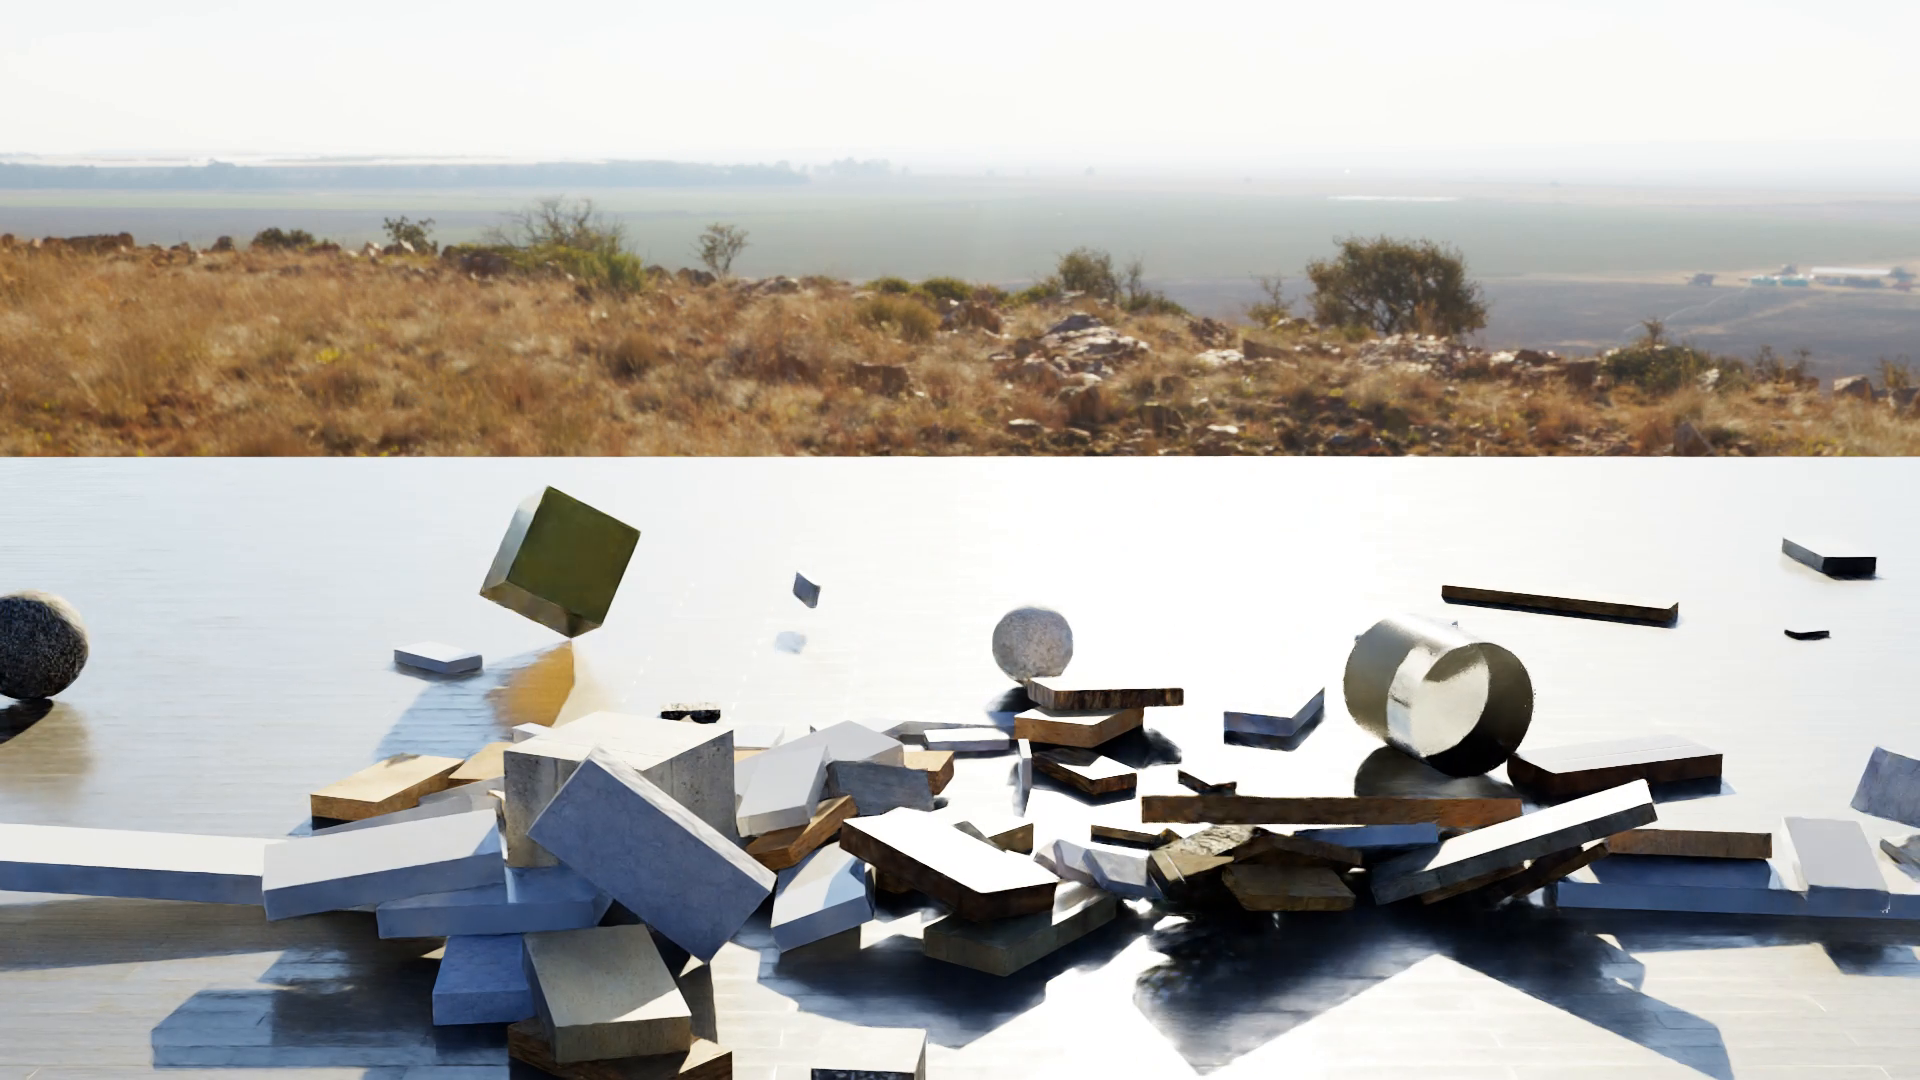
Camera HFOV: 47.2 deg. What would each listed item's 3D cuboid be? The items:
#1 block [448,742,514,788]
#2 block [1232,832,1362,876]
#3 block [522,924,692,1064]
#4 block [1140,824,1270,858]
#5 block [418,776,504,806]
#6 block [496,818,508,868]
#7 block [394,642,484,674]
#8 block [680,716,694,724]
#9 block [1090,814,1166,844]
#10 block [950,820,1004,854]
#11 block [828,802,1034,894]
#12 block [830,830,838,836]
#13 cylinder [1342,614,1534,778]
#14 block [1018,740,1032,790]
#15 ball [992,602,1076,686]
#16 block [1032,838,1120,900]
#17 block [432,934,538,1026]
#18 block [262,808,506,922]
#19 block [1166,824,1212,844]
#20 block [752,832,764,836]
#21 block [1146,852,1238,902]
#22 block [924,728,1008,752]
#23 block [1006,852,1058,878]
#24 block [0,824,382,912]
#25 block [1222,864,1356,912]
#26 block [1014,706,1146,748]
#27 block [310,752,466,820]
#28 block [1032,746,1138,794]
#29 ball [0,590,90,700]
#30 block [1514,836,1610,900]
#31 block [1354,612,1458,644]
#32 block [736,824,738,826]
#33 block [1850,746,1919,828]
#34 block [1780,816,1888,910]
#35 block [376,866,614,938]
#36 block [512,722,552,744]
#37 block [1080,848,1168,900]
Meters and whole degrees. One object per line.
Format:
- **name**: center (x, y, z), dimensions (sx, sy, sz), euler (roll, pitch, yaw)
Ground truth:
- **block**: center (-0.902, 0.451, 4.321), dimensions (0.126, 0.036, 0.251), euler (1, 11, 7)
- **block**: center (0.561, 0.525, 3.654), dimensions (0.195, 0.028, 0.098), euler (15, -30, -30)
- **block**: center (-0.500, 0.628, 3.075), dimensions (0.180, 0.051, 0.359), euler (-1, 10, -18)
- **block**: center (0.417, 0.533, 3.751), dimensions (0.212, 0.030, 0.106), euler (-19, 16, -28)
- **block**: center (-0.885, 0.461, 4.074), dimensions (0.209, 0.030, 0.104), euler (-16, -2, 21)
- **block**: center (-0.848, 0.530, 3.675), dimensions (0.167, 0.047, 0.334), euler (20, 13, 41)
- **block**: center (-1.247, 0.281, 5.254), dimensions (0.209, 0.030, 0.104), euler (9, 14, 40)
- **block**: center (-0.556, 0.414, 4.165), dimensions (0.154, 0.044, 0.309), euler (-33, 9, -7)
- **block**: center (0.307, 0.523, 3.981), dimensions (0.129, 0.018, 0.064), euler (5, 12, 27)
- **block**: center (0.033, 0.536, 3.738), dimensions (0.075, 0.021, 0.149), euler (-11, 39, -45)
- **block**: center (-0.047, 0.534, 3.839), dimensions (0.169, 0.048, 0.338), euler (10, 14, 43)
- **block**: center (-0.291, 0.510, 3.926), dimensions (0.134, 0.019, 0.067), euler (10, 22, 41)
- **cylinder**: center (0.960, 0.309, 4.431), dimensions (0.275, 0.275, 0.275), euler (-4, 11, -19)
- **block**: center (0.127, 0.439, 4.304), dimensions (0.018, 0.065, 0.130), euler (0, 11, -1)
- **ball**: center (0.167, 0.239, 5.032), dimensions (0.192, 0.192, 0.192), euler (0, 11, 0)
- **block**: center (0.200, 0.552, 3.650), dimensions (0.149, 0.021, 0.075), euler (30, 20, 18)
- **block**: center (-0.687, 0.635, 3.297), dimensions (0.167, 0.047, 0.334), euler (-1, 11, -7)
- **block**: center (-0.903, 0.507, 3.452), dimensions (0.359, 0.051, 0.180), euler (-8, 17, -14)
- **block**: center (0.455, 0.539, 3.861), dimensions (0.106, 0.030, 0.212), euler (-4, 11, -20)
- **block**: center (-0.330, 0.523, 3.979), dimensions (0.134, 0.019, 0.067), euler (9, 14, 39)
- **block**: center (0.414, 0.557, 3.625), dimensions (0.195, 0.028, 0.098), euler (6, 22, -19)
- **block**: center (0.013, 0.414, 4.552), dimensions (0.166, 0.023, 0.083), euler (-1, 11, -8)
- **block**: center (0.142, 0.561, 3.676), dimensions (0.149, 0.021, 0.075), euler (13, 17, 9)
- **block**: center (-1.305, 0.542, 3.651), dimensions (0.740, 0.051, 0.180), euler (4, 10, -2)
- **block**: center (0.535, 0.567, 3.588), dimensions (0.195, 0.028, 0.098), euler (5, 21, -21)
- **block**: center (0.254, 0.376, 4.605), dimensions (0.168, 0.048, 0.336), euler (5, 6, 23)
- **block**: center (-1.087, 0.471, 4.195), dimensions (0.147, 0.042, 0.293), euler (4, 11, 19)
- **block**: center (0.245, 0.452, 4.331), dimensions (0.106, 0.030, 0.212), euler (-6, 12, -30)
- **ball**: center (-2.074, 0.235, 4.906), dimensions (0.247, 0.247, 0.247), euler (0, 11, 0)
- **block**: center (0.994, 0.530, 3.643), dimensions (0.174, 0.025, 0.087), euler (-32, 6, 24)
- **block**: center (1.108, 0.237, 5.454), dimensions (0.150, 0.042, 0.300), euler (7, 13, 33)
- **block**: center (-0.377, 0.503, 4.083), dimensions (0.067, 0.019, 0.134), euler (8, 13, 37)
- **block**: center (1.700, 0.449, 3.911), dimensions (0.236, 0.118, 0.033), euler (16, 9, -24)
- **block**: center (1.434, 0.528, 3.613), dimensions (0.122, 0.035, 0.244), euler (3, 20, 10)
- **block**: center (-0.715, 0.560, 3.417), dimensions (0.334, 0.047, 0.167), euler (-3, 11, 5)
- **block**: center (-0.719, 0.440, 4.075), dimensions (0.293, 0.147, 0.042), euler (9, 15, 41)
- **block**: center (0.275, 0.548, 3.608), dimensions (0.152, 0.022, 0.076), euler (17, 26, -39)
